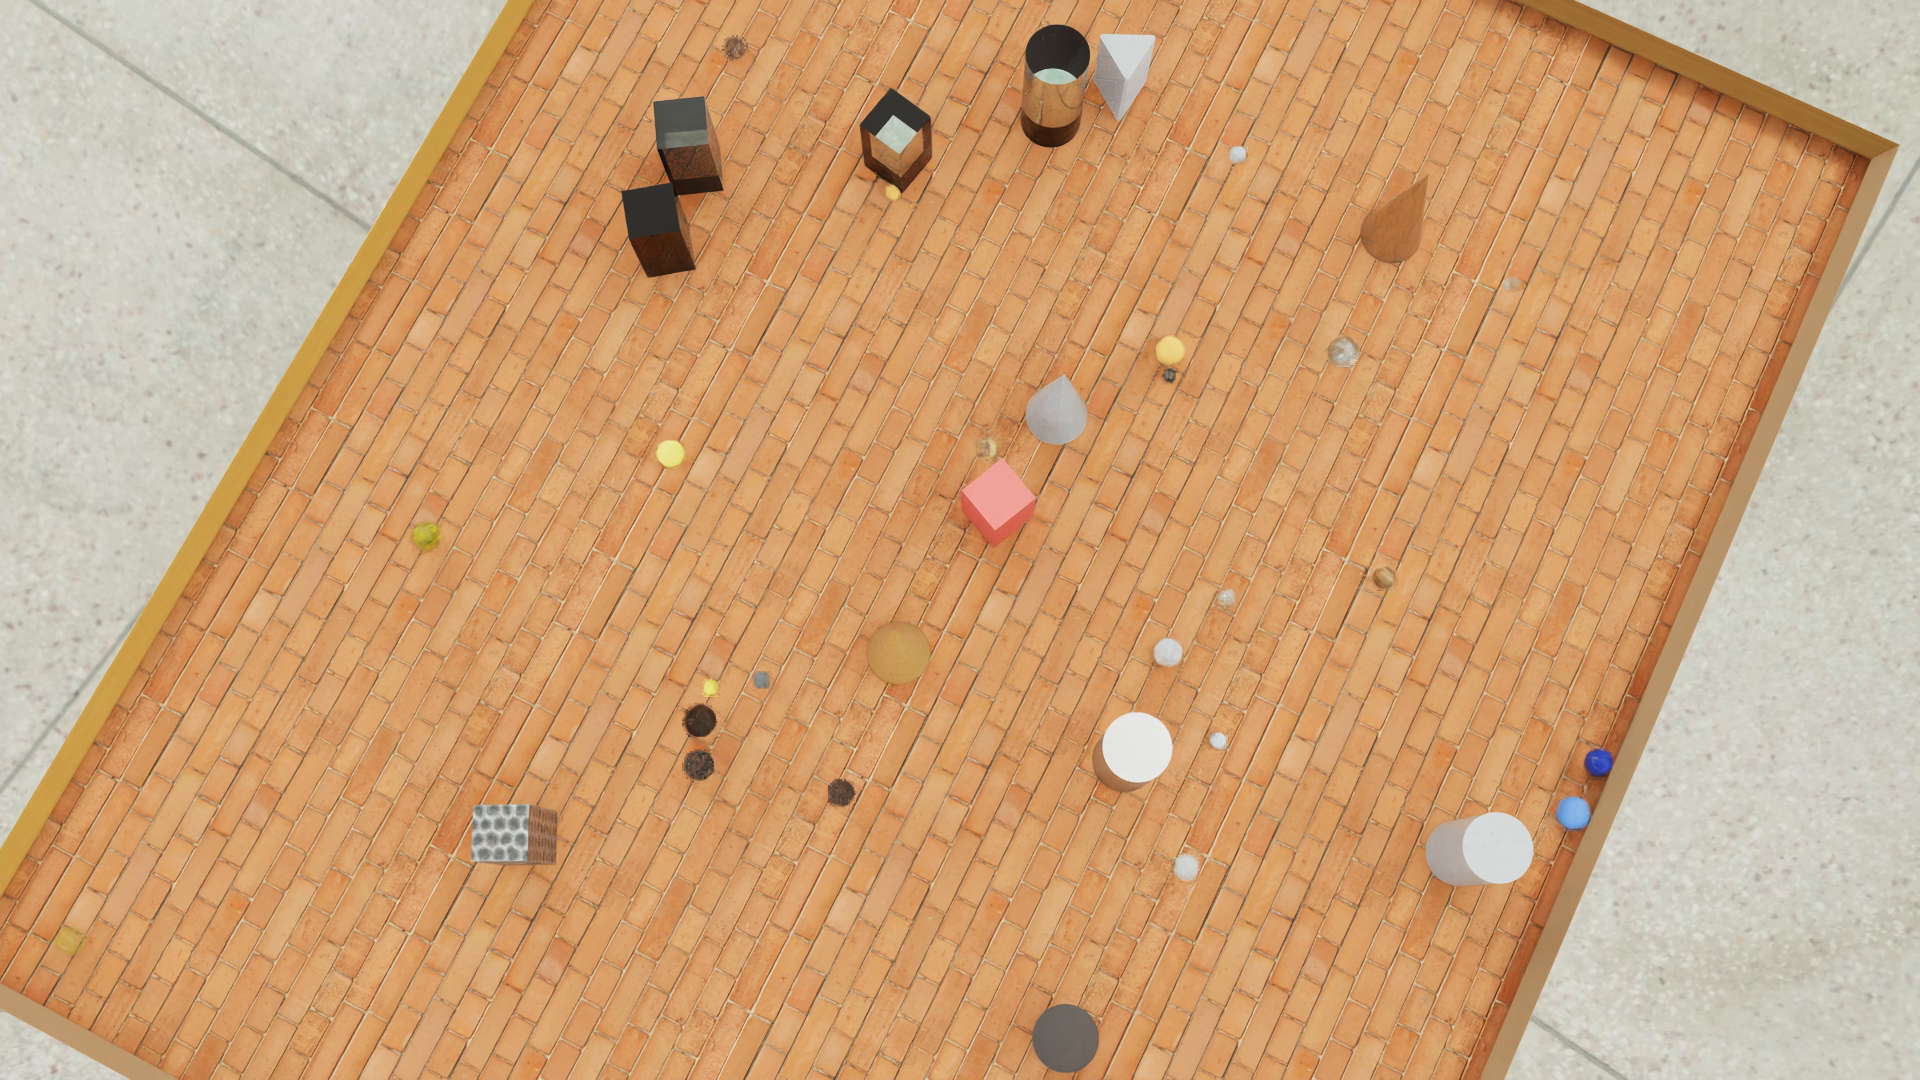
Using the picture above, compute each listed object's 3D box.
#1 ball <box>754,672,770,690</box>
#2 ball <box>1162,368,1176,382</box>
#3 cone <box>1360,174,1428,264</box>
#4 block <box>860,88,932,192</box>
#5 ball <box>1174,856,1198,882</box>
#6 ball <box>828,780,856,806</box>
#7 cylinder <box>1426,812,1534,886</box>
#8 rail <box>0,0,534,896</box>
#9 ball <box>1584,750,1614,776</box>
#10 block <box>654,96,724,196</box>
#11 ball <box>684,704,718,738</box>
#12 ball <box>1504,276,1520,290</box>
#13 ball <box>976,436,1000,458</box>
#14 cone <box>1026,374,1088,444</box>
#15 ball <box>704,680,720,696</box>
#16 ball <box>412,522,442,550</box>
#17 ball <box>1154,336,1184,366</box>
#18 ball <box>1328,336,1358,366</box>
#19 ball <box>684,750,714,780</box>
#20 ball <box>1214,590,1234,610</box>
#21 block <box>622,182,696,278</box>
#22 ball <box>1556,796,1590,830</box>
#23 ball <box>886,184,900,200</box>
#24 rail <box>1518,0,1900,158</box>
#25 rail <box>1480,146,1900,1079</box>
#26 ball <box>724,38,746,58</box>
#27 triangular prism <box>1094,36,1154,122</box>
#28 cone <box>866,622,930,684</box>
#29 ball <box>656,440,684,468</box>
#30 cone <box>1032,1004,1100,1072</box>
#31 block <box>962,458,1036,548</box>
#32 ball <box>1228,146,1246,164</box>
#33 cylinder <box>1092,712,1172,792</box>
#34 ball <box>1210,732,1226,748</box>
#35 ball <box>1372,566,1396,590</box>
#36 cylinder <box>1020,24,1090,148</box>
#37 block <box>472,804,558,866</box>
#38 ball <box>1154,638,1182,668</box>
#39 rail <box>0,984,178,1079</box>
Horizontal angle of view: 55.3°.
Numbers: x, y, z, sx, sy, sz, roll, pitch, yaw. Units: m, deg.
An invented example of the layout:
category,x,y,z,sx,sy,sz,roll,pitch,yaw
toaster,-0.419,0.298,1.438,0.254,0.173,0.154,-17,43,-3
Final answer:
category,x,y,z,sx,sy,sz,roll,pitch,yaw
ball,-0.594,0.423,5.502,0.052,0.052,0.052,0,78,0
ball,0.652,-0.511,5.700,0.043,0.043,0.043,0,78,0
cone,1.368,-1.019,5.581,0.194,0.483,0.194,0,78,0
block,-0.197,-1.243,5.717,0.155,0.307,0.155,37,81,7
ball,0.664,0.964,5.379,0.074,0.074,0.074,0,78,0
ball,-0.349,0.749,5.422,0.077,0.077,0.077,0,78,0
cylinder,1.474,0.885,5.223,0.194,0.411,0.194,0,78,0
rail,-1.834,-0.891,5.736,0.045,0.126,4.890,26,80,5
ball,1.896,0.661,5.439,0.081,0.081,0.081,0,78,0
block,-0.840,-1.218,5.685,0.155,0.359,0.155,-6,78,-1
ball,-0.772,0.539,5.456,0.096,0.096,0.096,0,78,0
ball,1.736,-0.808,5.762,0.043,0.043,0.043,0,78,0
ball,0.086,-0.284,5.640,0.069,0.069,0.069,0,78,0
cone,0.301,-0.434,5.483,0.194,0.437,0.194,0,78,0
ball,-0.747,0.443,5.501,0.048,0.048,0.048,0,78,0
ball,-1.623,-0.010,5.575,0.085,0.085,0.085,0,78,0
ball,0.650,-0.586,5.692,0.090,0.090,0.090,0,78,0
ball,1.189,-0.587,5.692,0.090,0.090,0.090,0,78,0
ball,-0.772,0.669,5.433,0.088,0.088,0.088,0,78,0
ball,0.802,0.180,5.549,0.060,0.060,0.060,0,78,0
block,-0.925,-0.950,5.641,0.155,0.337,0.155,-11,79,-2
ball,1.808,0.803,5.401,0.097,0.097,0.097,0,78,0
ball,-0.215,-1.105,5.822,0.046,0.046,0.046,0,78,0
rail,1.083,-2.114,5.989,4.148,0.126,0.045,26,80,5
rail,1.834,0.904,5.364,0.045,0.126,4.890,26,80,5
ball,-0.726,-1.586,5.911,0.067,0.067,0.067,0,78,0
triangular prism,0.493,-1.484,5.771,0.145,0.298,0.168,31,80,6
cone,-0.185,0.295,5.323,0.194,0.456,0.194,0,78,0
ball,-0.890,-0.266,5.628,0.084,0.084,0.084,0,78,0
cone,0.307,1.399,5.090,0.194,0.464,0.194,0,78,0
block,0.114,-0.108,5.507,0.155,0.258,0.155,-38,81,-7
ball,0.886,-1.229,5.842,0.056,0.056,0.056,0,78,0
cylinder,0.492,0.616,5.279,0.194,0.411,0.194,0,78,0
ball,0.768,0.598,5.467,0.050,0.050,0.050,0,78,0
ball,1.287,0.115,5.557,0.069,0.069,0.069,0,78,0
cylinder,0.291,-1.399,5.674,0.194,0.455,0.194,0,78,0
block,-1.273,0.848,5.254,0.155,0.366,0.155,-1,78,0
ball,0.624,0.339,5.503,0.085,0.085,0.085,0,78,0
rail,-1.083,2.128,5.111,4.148,0.126,0.045,26,80,5
